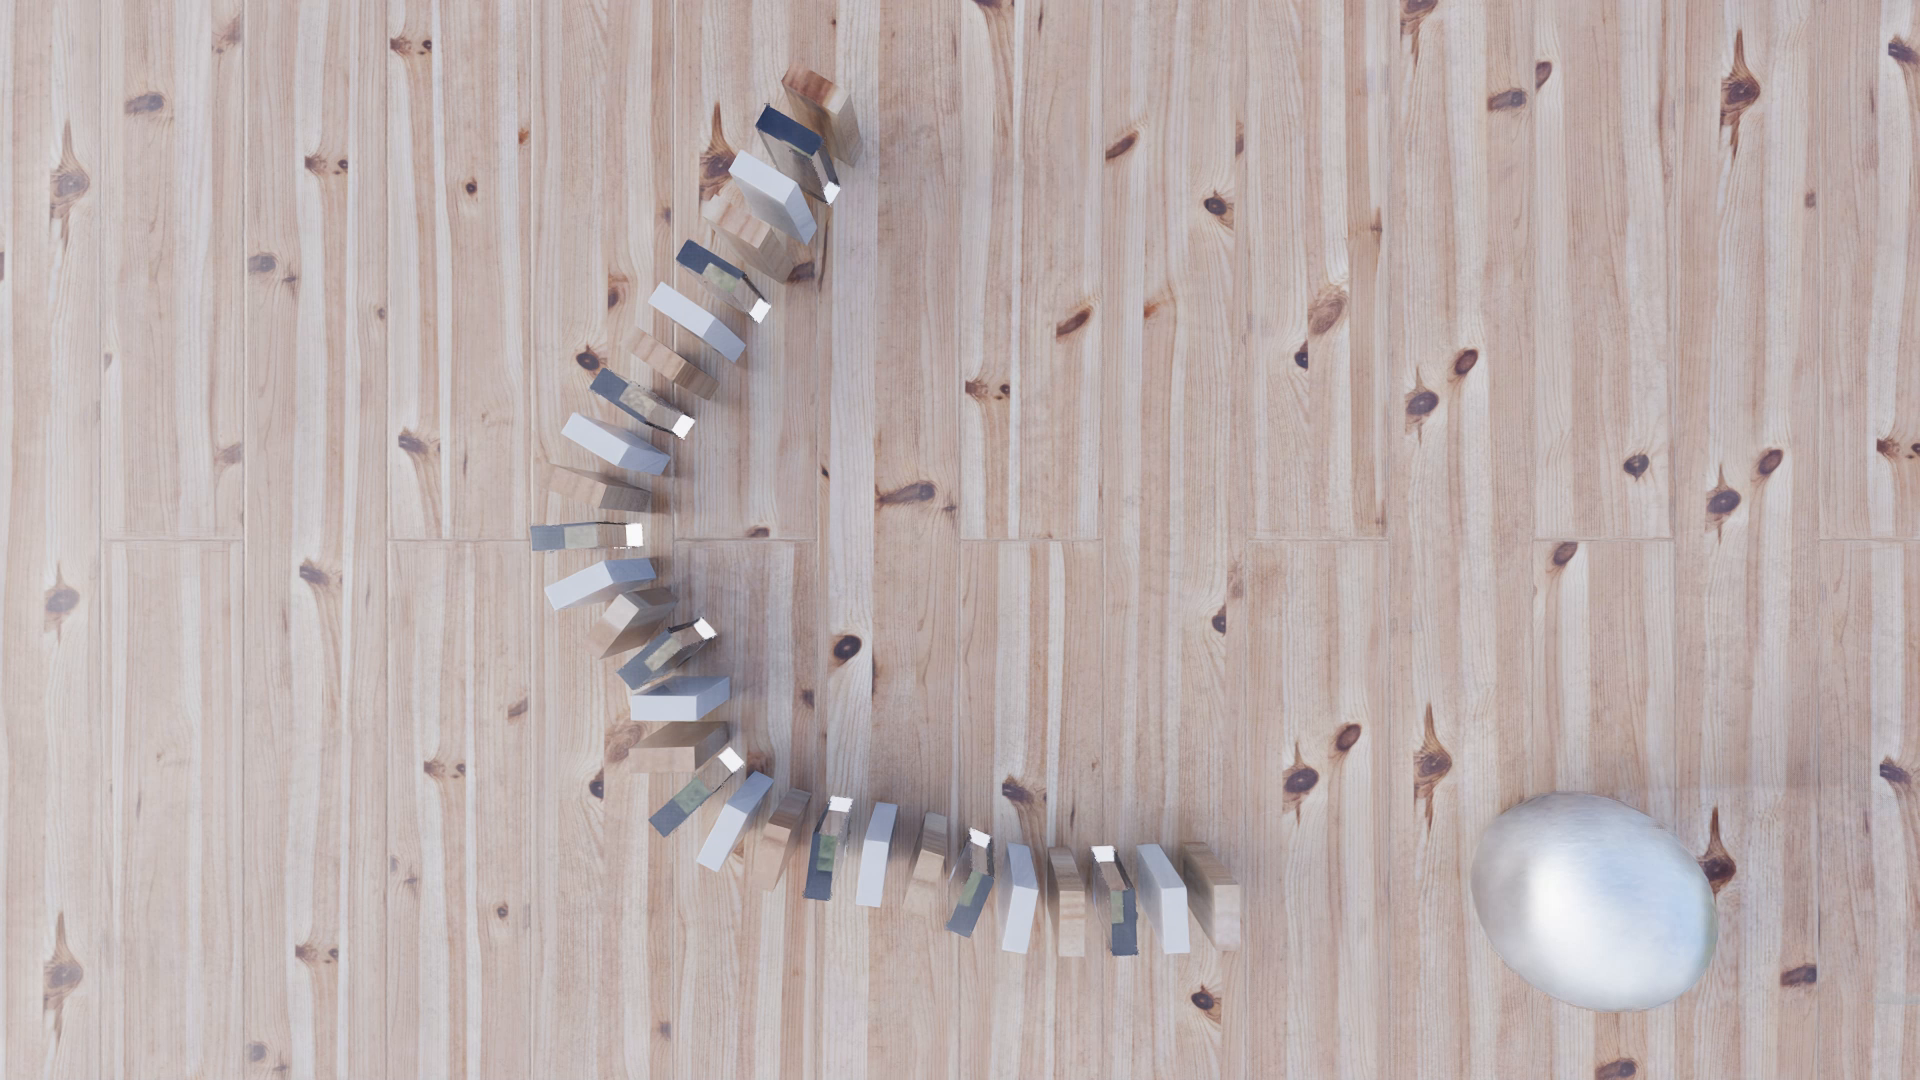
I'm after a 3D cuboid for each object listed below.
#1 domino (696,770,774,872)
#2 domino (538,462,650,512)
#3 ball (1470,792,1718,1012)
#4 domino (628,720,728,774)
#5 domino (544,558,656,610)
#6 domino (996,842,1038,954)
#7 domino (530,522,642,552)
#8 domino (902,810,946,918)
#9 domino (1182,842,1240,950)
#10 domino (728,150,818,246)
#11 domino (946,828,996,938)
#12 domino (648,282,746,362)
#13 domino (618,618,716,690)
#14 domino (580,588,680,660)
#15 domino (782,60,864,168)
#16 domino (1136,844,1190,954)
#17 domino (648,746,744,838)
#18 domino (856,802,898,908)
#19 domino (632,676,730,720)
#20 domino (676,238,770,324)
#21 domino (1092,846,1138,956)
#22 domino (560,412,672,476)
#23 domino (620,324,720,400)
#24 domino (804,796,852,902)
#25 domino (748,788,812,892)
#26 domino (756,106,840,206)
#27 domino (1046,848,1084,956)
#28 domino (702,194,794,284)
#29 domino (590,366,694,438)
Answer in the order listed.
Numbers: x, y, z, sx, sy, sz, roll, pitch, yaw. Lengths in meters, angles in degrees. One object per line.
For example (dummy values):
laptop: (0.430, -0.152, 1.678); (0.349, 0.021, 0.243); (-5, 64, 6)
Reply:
domino: (-0.091, 0.114, 0.375); (0.010, 0.050, 0.025); (28, 90, 0)
domino: (-0.148, -0.021, 0.375); (0.025, 0.050, 0.010); (20, 90, 0)
ball: (0.246, 0.141, 0.360); (0.080, 0.080, 0.080); (0, 90, 0)
domino: (-0.114, 0.084, 0.375); (0.025, 0.050, 0.010); (-2, 90, 0)
domino: (-0.146, 0.017, 0.375); (0.025, 0.050, 0.009); (-25, 90, 0)
domino: (0.023, 0.145, 0.375); (0.010, 0.050, 0.025); (11, 90, 0)
domino: (-0.151, -0.001, 0.375); (0.025, 0.050, 0.010); (-4, 90, 0)
domino: (-0.014, 0.131, 0.375); (0.009, 0.050, 0.025); (18, 90, 0)
domino: (0.102, 0.144, 0.375); (0.010, 0.050, 0.025); (-1, 90, 0)
domino: (-0.075, -0.139, 0.375); (0.025, 0.050, 0.009); (31, 90, 0)
domino: (0.004, 0.139, 0.375); (0.009, 0.050, 0.025); (23, 90, 0)
domino: (-0.106, -0.088, 0.375); (0.025, 0.050, 0.009); (34, 90, 0)
domino: (-0.119, 0.046, 0.375); (0.025, 0.050, 0.010); (-41, 90, 0)
domino: (-0.134, 0.033, 0.375); (0.010, 0.050, 0.025); (39, 90, 0)
domino: (-0.055, -0.173, 0.375); (0.025, 0.050, 0.009); (31, 90, 0)
domino: (0.082, 0.145, 0.375); (0.009, 0.050, 0.025); (-3, 90, 0)
domino: (-0.107, 0.102, 0.375); (0.025, 0.050, 0.010); (-42, 90, 0)
domino: (-0.033, 0.127, 0.375); (0.010, 0.050, 0.025); (8, 90, 0)
domino: (-0.113, 0.064, 0.375); (0.025, 0.050, 0.010); (1, 90, 0)
domino: (-0.096, -0.105, 0.375); (0.025, 0.050, 0.009); (31, 90, 0)
domino: (0.063, 0.146, 0.375); (0.010, 0.050, 0.025); (-2, 90, 0)
domino: (-0.139, -0.039, 0.375); (0.025, 0.050, 0.010); (31, 90, 0)
domino: (-0.117, -0.072, 0.375); (0.025, 0.050, 0.010); (35, 90, 0)
domino: (-0.053, 0.125, 0.375); (0.010, 0.050, 0.025); (7, 90, 0)
domino: (-0.073, 0.121, 0.375); (0.010, 0.050, 0.025); (16, 90, 0)
domino: (-0.065, -0.156, 0.375); (0.025, 0.050, 0.010); (31, 90, 0)
domino: (0.043, 0.147, 0.375); (0.010, 0.050, 0.025); (1, 90, 0)
domino: (-0.085, -0.122, 0.375); (0.025, 0.050, 0.010); (31, 90, 0)
domino: (-0.129, -0.055, 0.375); (0.025, 0.050, 0.009); (34, 90, 0)
